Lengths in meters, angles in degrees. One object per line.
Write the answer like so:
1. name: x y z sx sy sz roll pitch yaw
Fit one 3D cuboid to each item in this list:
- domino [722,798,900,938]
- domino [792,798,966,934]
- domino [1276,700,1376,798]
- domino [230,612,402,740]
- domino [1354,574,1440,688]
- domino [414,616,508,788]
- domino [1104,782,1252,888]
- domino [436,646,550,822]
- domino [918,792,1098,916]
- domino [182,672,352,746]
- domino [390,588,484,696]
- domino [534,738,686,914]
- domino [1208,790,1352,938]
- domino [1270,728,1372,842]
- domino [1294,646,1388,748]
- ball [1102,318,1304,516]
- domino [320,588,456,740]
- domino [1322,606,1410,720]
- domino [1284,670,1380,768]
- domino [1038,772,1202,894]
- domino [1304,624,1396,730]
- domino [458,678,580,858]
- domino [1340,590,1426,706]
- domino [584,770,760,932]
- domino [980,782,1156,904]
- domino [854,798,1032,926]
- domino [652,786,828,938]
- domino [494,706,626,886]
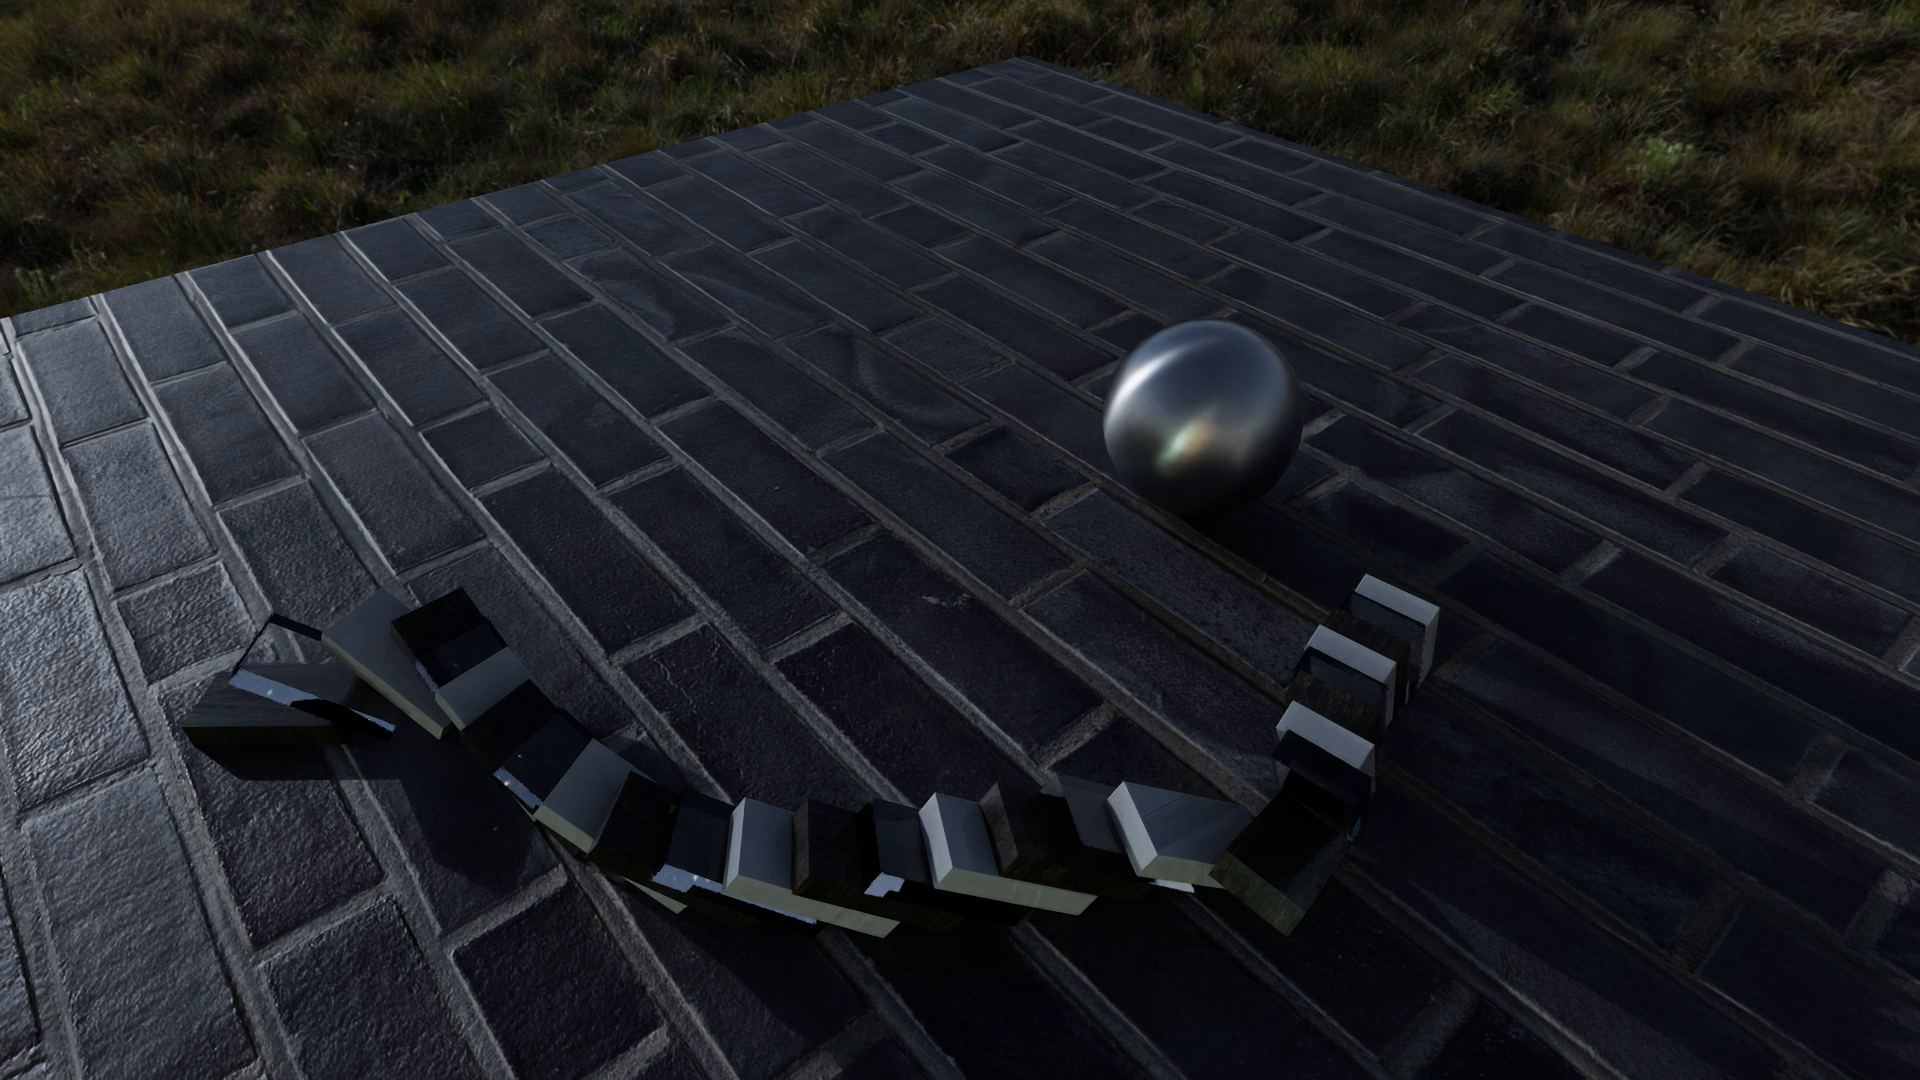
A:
1. domino: -0.041 0.093 0.310 0.050 0.010 0.025 25 33 -23
2. domino: -0.023 0.092 0.310 0.050 0.010 0.025 24 32 -25
3. domino: 0.111 0.066 0.332 0.025 0.050 0.009 29 77 31
4. domino: -0.210 0.046 0.367 0.050 0.010 0.025 27 34 -21
5. domino: 0.147 0.032 0.374 0.025 0.050 0.009 29 74 31
6. domino: -0.153 0.052 0.359 0.025 0.010 0.050 -33 81 -36
7. domino: 0.068 0.086 0.318 0.050 0.009 0.025 18 31 -31
8. domino: -0.140 0.061 0.349 0.050 0.009 0.025 49 53 5
9. domino: 0.014 0.090 0.314 0.050 0.009 0.025 21 31 -28
10. domino: -0.231 0.057 0.374 0.050 0.009 0.025 0 39 -1
11. domino: -0.166 0.043 0.370 0.025 0.009 0.050 -33 81 -38
12. domino: -0.095 0.083 0.321 0.050 0.010 0.025 38 42 -9
13. domino: 0.092 0.091 0.313 0.025 0.010 0.050 36 25 24
14. domino: 0.106 0.073 0.323 0.025 0.050 0.009 30 77 29
15. domino: 0.120 0.053 0.348 0.025 0.050 0.009 29 75 31
16. ball: 0.099 -0.050 0.448 0.080 0.080 0.080 0 39 0
17. domino: -0.186 0.042 0.373 0.050 0.010 0.025 39 46 -3
18. domino: 0.133 0.042 0.362 0.025 0.050 0.010 29 74 31
19. domino: 0.116 0.059 0.340 0.025 0.050 0.009 29 75 31
20. domino: 0.048 0.085 0.319 0.050 0.010 0.025 20 31 -28
21. domino: 0.126 0.047 0.355 0.025 0.050 0.010 29 75 31
22. domino: -0.126 0.070 0.338 0.050 0.009 0.025 45 50 1
23. domino: 0.140 0.037 0.368 0.025 0.050 0.009 29 74 31
24. domino: -0.078 0.089 0.314 0.050 0.009 0.025 31 38 -16
25. domino: 0.031 0.087 0.317 0.050 0.010 0.025 20 31 -28
26. domino: -0.005 0.091 0.312 0.050 0.009 0.025 22 31 -27
27. domino: -0.059 0.091 0.311 0.050 0.010 0.025 27 35 -20
28. domino: -0.111 0.077 0.330 0.050 0.010 0.025 43 47 -2
